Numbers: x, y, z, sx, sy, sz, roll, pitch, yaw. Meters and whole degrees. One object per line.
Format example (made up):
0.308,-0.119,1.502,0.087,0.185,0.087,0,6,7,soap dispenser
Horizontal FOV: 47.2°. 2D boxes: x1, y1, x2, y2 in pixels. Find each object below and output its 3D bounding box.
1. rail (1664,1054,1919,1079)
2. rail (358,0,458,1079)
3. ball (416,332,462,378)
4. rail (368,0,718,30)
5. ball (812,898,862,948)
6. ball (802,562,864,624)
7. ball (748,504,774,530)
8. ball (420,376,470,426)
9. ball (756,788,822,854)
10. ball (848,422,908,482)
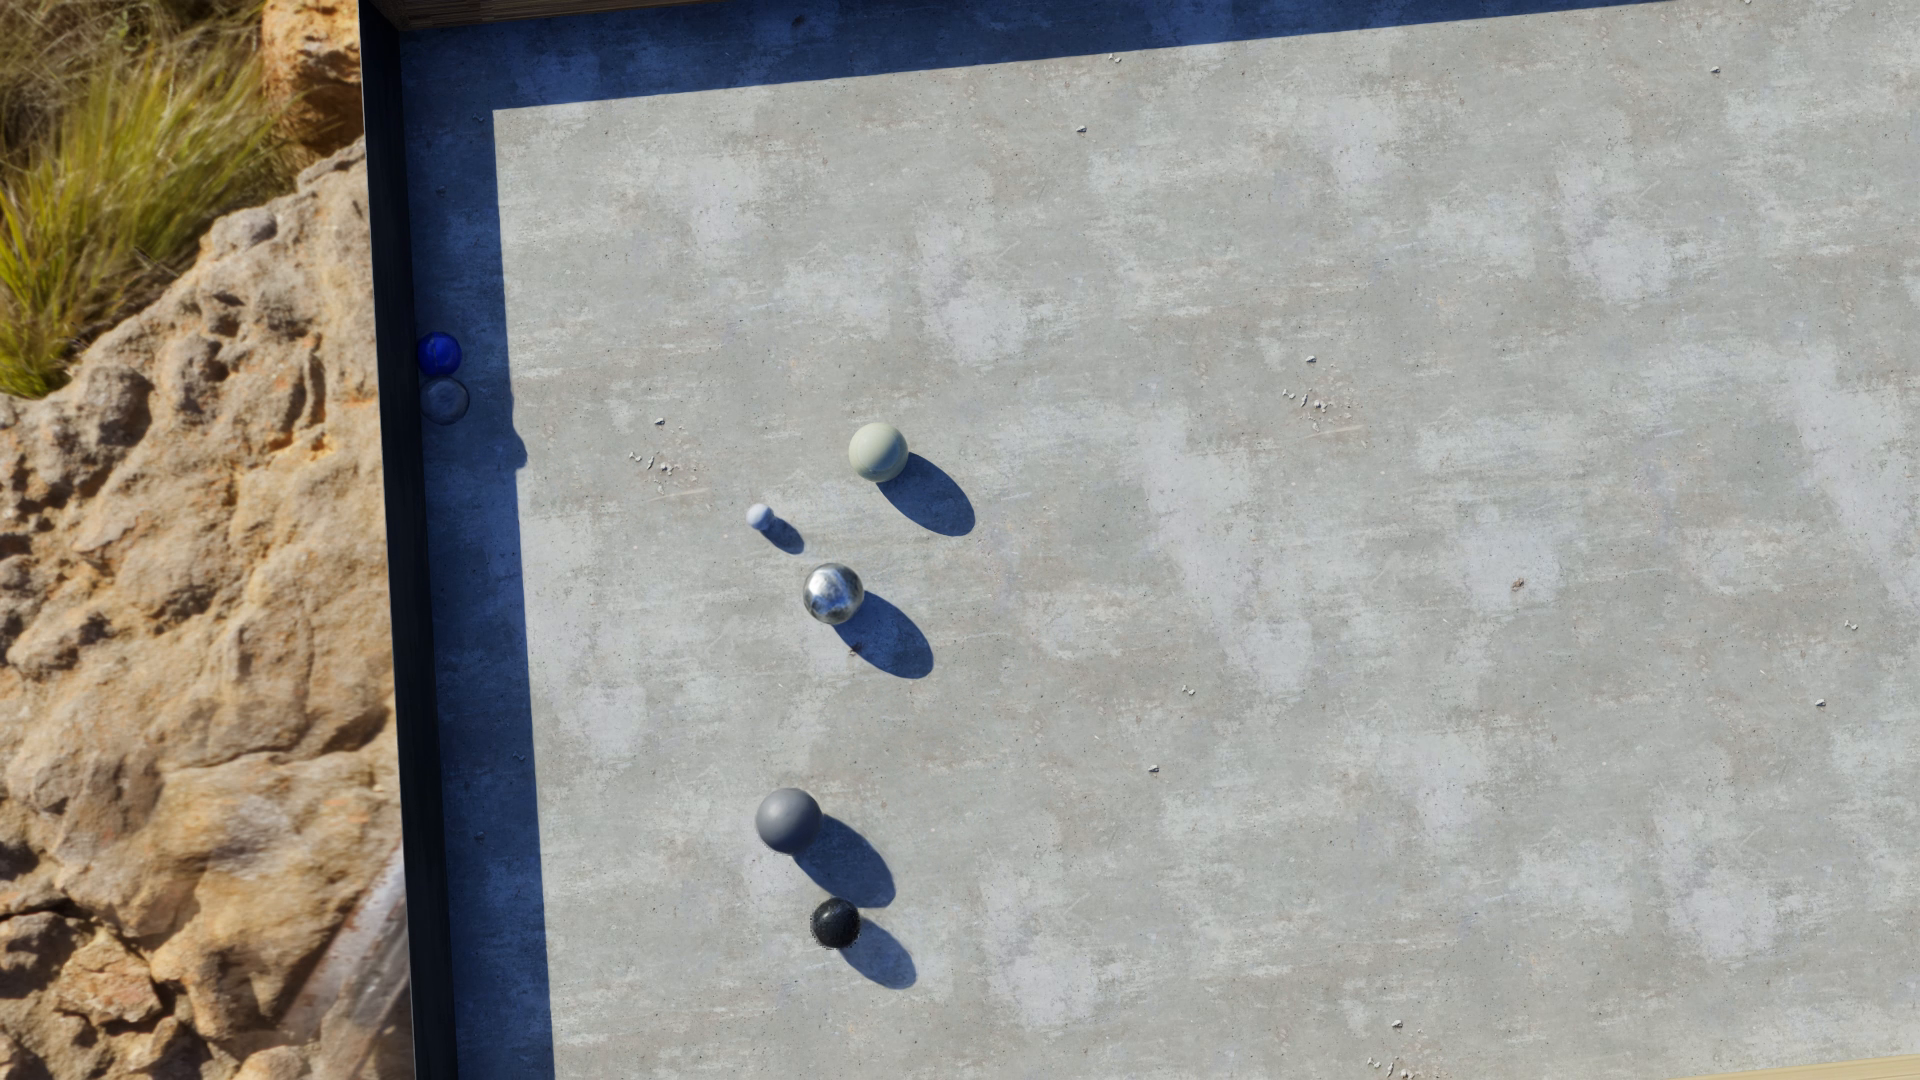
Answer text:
0.915,0.795,3.115,3.325,0.124,0.045,-6,80,-1,rail
-0.804,0.073,3.242,0.045,0.124,1.842,-6,80,-1,rail
-0.790,-0.281,3.333,0.070,0.070,0.070,0,80,0,ball
0.740,-0.964,3.424,3.325,0.124,0.045,-6,80,-1,rail
-0.179,0.555,3.185,0.072,0.072,0.072,0,80,0,ball
-0.188,0.079,3.258,0.092,0.092,0.092,0,80,0,ball
-0.299,-0.034,3.304,0.040,0.040,0.040,0,80,0,ball
-0.778,-0.211,3.318,0.076,0.076,0.076,0,80,0,ball
-0.248,0.408,3.199,0.096,0.096,0.096,0,80,0,ball
-0.122,-0.131,3.296,0.090,0.090,0.090,0,80,0,ball
